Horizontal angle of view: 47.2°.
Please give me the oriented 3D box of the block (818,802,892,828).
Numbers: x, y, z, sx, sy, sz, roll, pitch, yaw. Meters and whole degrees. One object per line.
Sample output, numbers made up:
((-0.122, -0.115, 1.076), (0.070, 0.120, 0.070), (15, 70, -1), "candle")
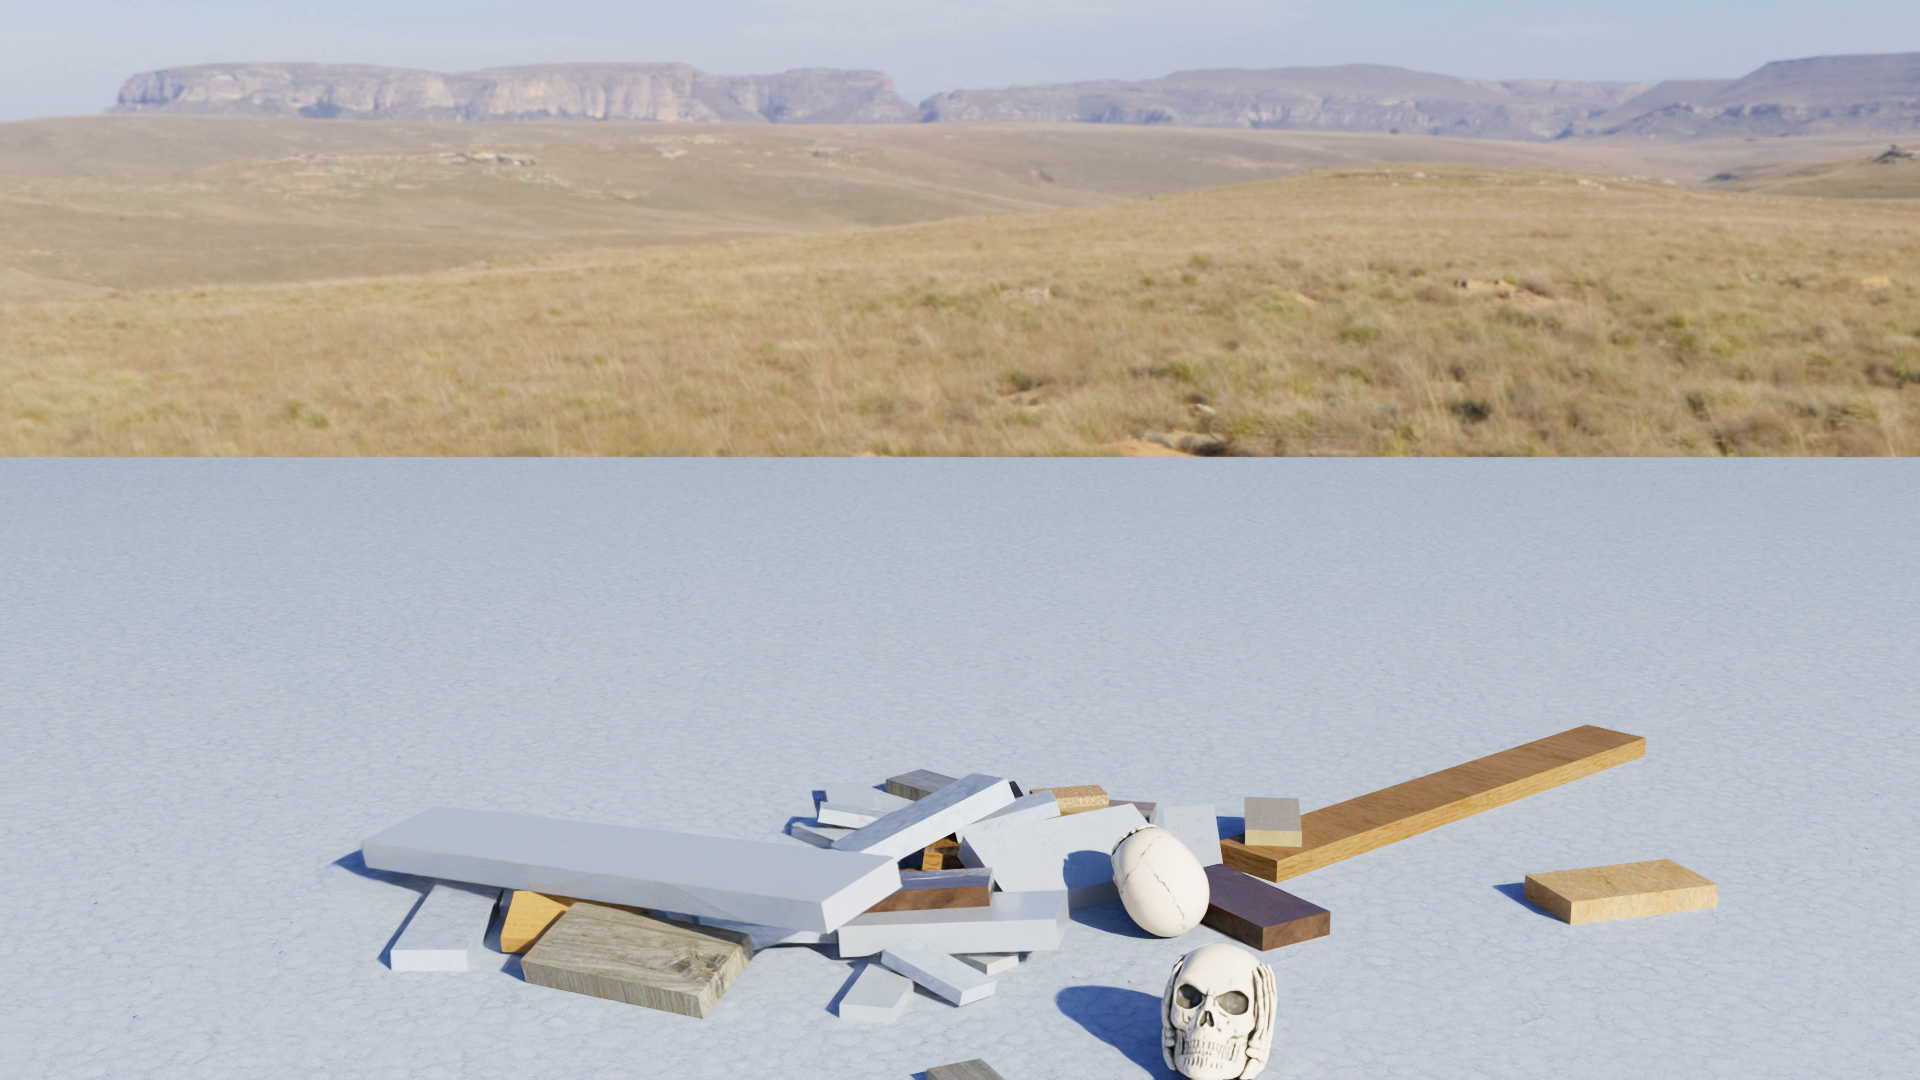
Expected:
((-0.169, 0.502, 3.960), (0.171, 0.024, 0.086), (10, 2, -3), "block")

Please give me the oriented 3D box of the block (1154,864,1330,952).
((0.454, 0.591, 3.556), (0.138, 0.039, 0.275), (-7, 12, -32), "block")

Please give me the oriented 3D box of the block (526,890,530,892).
((-0.561, 0.576, 3.507), (0.290, 0.030, 0.106), (-5, 35, -8), "block")

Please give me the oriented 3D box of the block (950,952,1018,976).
((0.021, 0.635, 3.376), (0.065, 0.018, 0.131), (-10, 14, -42), "block")

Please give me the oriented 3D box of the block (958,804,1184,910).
((0.184, 0.535, 3.656), (0.335, 0.047, 0.167), (-6, 36, -29), "block")

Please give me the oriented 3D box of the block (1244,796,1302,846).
((0.551, 0.496, 3.883), (0.097, 0.027, 0.193), (1, 11, 7), "block")

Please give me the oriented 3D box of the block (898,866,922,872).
((-0.082, 0.566, 3.668), (0.113, 0.016, 0.056), (-5, 12, -27), "block")

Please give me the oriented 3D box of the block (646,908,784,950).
((-0.334, 0.575, 3.466), (0.298, 0.042, 0.149), (-7, 39, -35), "block")

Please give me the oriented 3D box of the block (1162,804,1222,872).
((0.401, 0.522, 3.796), (0.091, 0.026, 0.182), (-5, 28, 4), "block")

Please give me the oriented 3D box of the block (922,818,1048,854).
((0.045, 0.508, 3.852), (0.222, 0.031, 0.111), (-13, 17, 3), "block")

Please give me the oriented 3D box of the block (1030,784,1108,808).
((0.198, 0.466, 3.992), (0.131, 0.018, 0.065), (-2, 11, -13), "block")

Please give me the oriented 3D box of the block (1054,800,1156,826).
((0.258, 0.493, 3.968), (0.182, 0.026, 0.091), (2, 11, 13), "block")

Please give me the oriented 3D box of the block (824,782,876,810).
((-0.207, 0.492, 4.129), (0.086, 0.024, 0.171), (-1, 11, -7), "block")

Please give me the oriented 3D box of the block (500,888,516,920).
((-0.630, 0.572, 3.574), (0.212, 0.030, 0.106), (1, 35, 5), "block")

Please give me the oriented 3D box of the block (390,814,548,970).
((-0.805, 0.574, 3.664), (0.114, 0.032, 0.681), (0, 11, 0), "block")

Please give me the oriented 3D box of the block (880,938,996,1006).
((-0.032, 0.639, 3.255), (0.158, 0.022, 0.079), (21, 16, 37), "block")

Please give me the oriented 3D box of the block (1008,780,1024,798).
((0.020, 0.491, 4.016), (0.194, 0.027, 0.097), (-11, 19, -9), "block")

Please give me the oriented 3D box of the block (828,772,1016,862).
((-0.067, 0.487, 3.781), (0.298, 0.042, 0.149), (-24, 7, -21), "block")

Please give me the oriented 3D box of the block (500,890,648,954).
((-0.597, 0.597, 3.422), (0.211, 0.030, 0.106), (2, 34, 2), "block")

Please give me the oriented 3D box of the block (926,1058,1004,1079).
((0.026, 0.725, 2.878), (0.079, 0.022, 0.158), (-5, 12, -25), "block")

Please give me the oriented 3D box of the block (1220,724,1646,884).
((0.919, 0.482, 4.144), (1.153, 0.039, 0.138), (-9, 14, -41), "block")

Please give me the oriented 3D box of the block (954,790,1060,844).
((0.078, 0.477, 3.802), (0.182, 0.026, 0.091), (-15, 8, -3), "block")

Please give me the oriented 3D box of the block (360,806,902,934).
((-0.549, 0.506, 3.453), (1.048, 0.047, 0.167), (0, 16, 38), "block")

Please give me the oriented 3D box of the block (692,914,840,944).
((-0.302, 0.572, 3.415), (0.229, 0.032, 0.114), (5, 33, -19), "block")

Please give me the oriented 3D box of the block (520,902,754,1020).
((-0.479, 0.621, 3.266), (0.311, 0.042, 0.149), (5, 30, 26), "block")

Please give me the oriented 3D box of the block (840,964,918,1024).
((-0.116, 0.662, 3.218), (0.079, 0.022, 0.158), (2, 11, 13), "block")

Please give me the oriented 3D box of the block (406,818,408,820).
((-0.950, 0.524, 3.975), (0.125, 0.018, 0.063), (1, 11, 6), "block")

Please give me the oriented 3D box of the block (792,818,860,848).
((-0.214, 0.530, 3.927), (0.085, 0.024, 0.171), (-10, 14, -42), "block")

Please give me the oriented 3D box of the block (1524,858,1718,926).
((1.089, 0.578, 3.624), (0.275, 0.039, 0.138), (-3, 11, -17), "block")

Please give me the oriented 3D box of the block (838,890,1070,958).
((-0.007, 0.593, 3.409), (0.335, 0.047, 0.167), (-4, 6, 9), "block")

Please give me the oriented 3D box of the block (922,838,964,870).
((0.050, 0.545, 3.726), (0.222, 0.031, 0.111), (8, 7, 1), "block")

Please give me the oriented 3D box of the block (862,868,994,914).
((-0.064, 0.552, 3.464), (0.229, 0.032, 0.114), (-4, 6, 5), "block")

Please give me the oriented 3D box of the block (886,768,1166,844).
((0.126, 0.508, 4.035), (0.655, 0.027, 0.097), (10, 15, 43), "block")
